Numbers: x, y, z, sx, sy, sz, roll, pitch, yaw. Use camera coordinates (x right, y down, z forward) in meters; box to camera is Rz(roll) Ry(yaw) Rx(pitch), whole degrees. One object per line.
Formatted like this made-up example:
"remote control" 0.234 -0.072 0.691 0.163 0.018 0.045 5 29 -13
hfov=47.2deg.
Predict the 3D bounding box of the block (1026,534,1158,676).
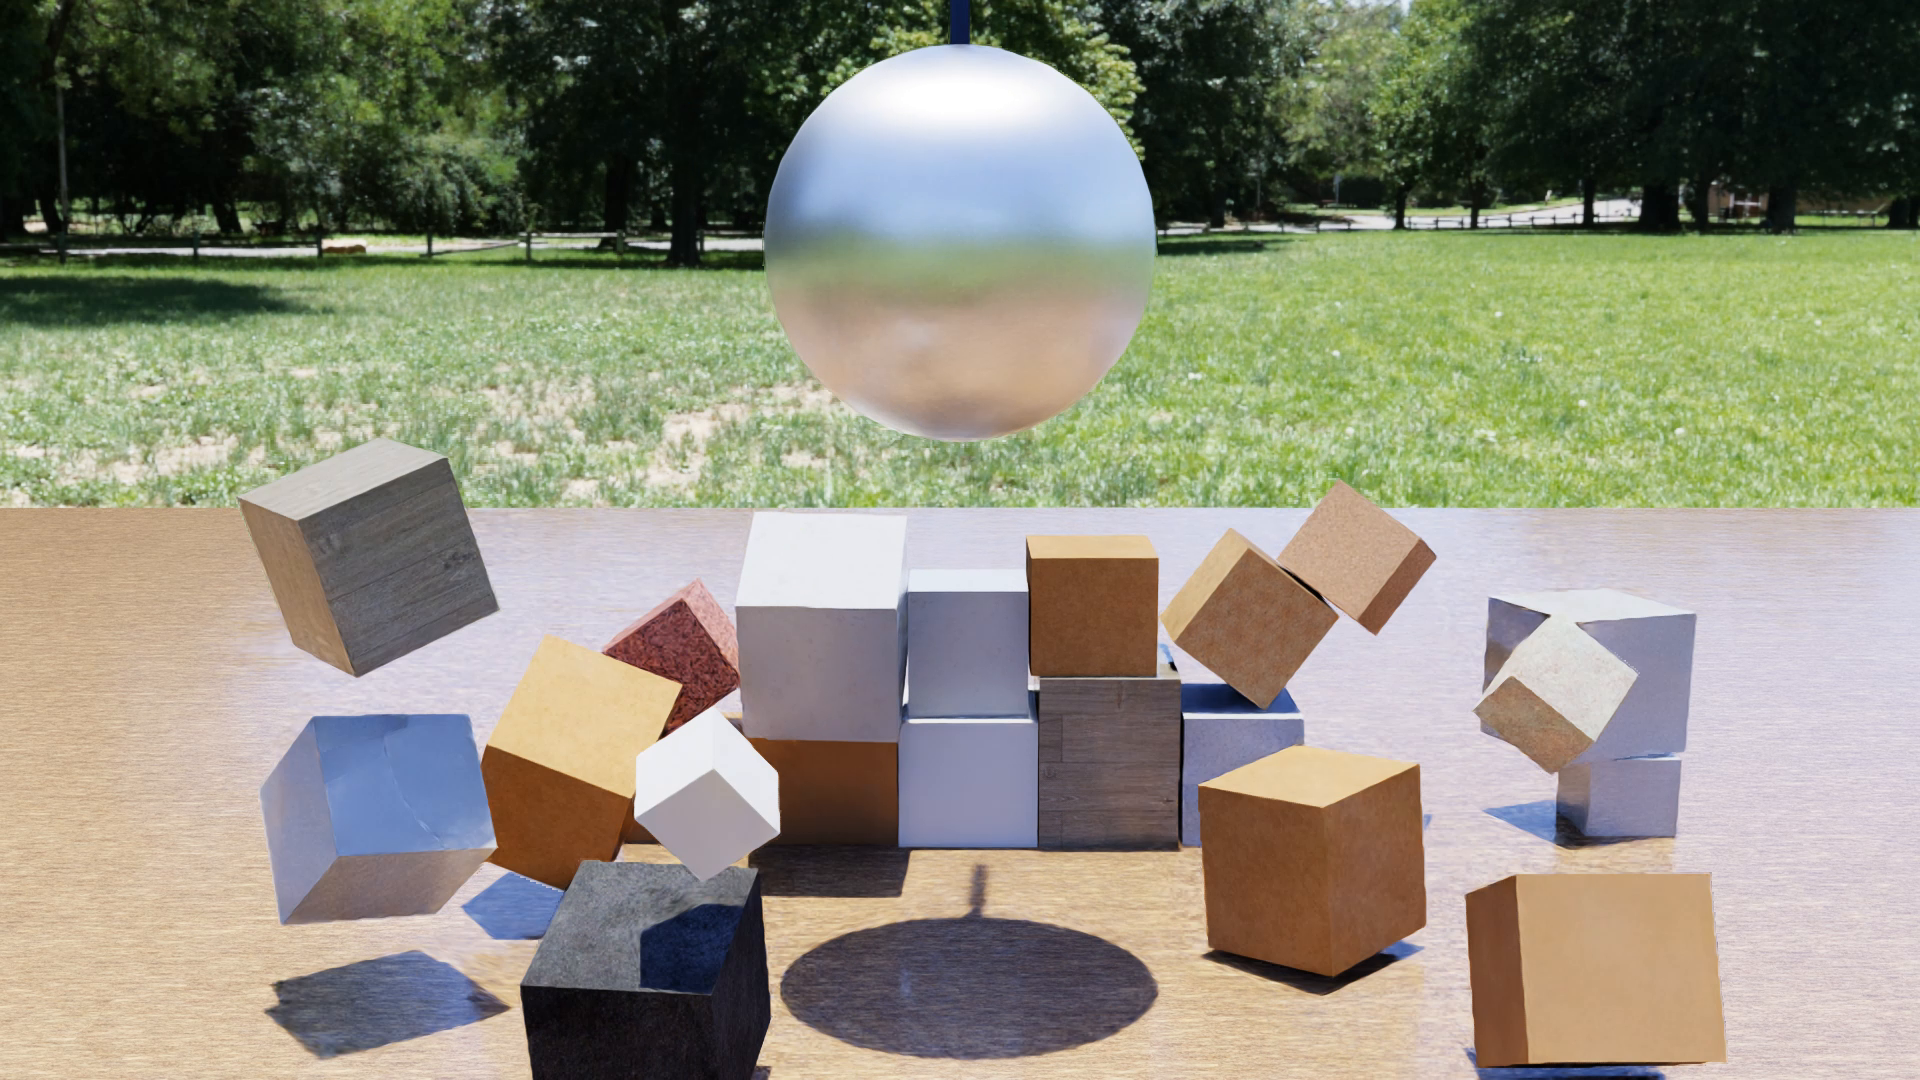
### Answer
"block" 0.664 0.325 11.227 0.630 0.598 0.640 0 10 -1

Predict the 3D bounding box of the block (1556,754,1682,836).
"block" 3.416 1.271 11.424 0.467 0.404 0.485 0 10 -3

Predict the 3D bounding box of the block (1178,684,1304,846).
"block" 1.418 1.151 11.390 0.598 0.660 0.725 0 10 0

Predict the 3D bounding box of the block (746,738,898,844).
"block" -0.684 1.046 11.183 0.740 0.736 0.664 0 34 -1

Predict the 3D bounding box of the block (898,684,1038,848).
"block" 0.041 1.159 11.387 0.697 0.646 0.775 0 10 0

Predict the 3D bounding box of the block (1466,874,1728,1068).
"block" 2.326 1.602 8.126 0.700 0.656 0.721 0 -15 -2

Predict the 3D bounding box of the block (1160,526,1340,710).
"block" 1.481 0.397 11.345 0.590 0.609 0.608 37 7 -7

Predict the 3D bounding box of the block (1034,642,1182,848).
"block" 0.745 1.044 11.387 0.701 0.873 0.841 0 10 0

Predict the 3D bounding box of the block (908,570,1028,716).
"block" 0.041 0.521 11.286 0.602 0.645 0.565 0 10 0

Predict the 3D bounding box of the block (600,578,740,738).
"block" -1.445 0.610 11.284 0.549 0.533 0.524 -35 7 8

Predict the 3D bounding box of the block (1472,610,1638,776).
"block" 2.621 0.675 9.697 0.447 0.378 0.444 39 57 7

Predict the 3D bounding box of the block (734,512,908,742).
"block" -0.655 0.421 10.742 0.753 0.794 0.789 1 34 2

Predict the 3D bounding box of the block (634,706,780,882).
"block" -0.875 0.882 7.632 0.338 0.368 0.351 -33 30 14

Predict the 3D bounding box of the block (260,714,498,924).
"block" -2.398 1.142 9.038 0.666 0.607 0.677 2 -32 -37

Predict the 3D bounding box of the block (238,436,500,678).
"block" -2.370 0.054 8.815 0.640 0.674 0.654 -28 25 -31

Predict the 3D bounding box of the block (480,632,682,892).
"block" -1.812 1.059 10.251 0.681 0.753 0.777 21 39 -2

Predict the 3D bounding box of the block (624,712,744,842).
"block" -1.388 1.224 11.423 0.642 0.505 0.642 0 10 0

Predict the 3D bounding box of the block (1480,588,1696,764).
"block" 3.250 0.693 11.414 0.767 0.730 0.690 -3 11 -23

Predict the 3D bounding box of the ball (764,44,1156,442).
"ball" 0.000 -1.200 8.968 1.600 1.600 1.600 0 10 0

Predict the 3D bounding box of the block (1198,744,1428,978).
"block" 1.541 1.378 9.589 0.656 0.737 0.719 5 14 44

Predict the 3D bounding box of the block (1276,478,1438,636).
"block" 2.055 0.093 11.368 0.531 0.523 0.474 39 4 25

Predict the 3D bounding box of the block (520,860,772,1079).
"block" -1.115 1.675 7.974 0.672 0.676 0.775 1 25 7

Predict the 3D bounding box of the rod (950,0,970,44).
"rod" 0.000 -4.560 9.487 0.080 5.200 0.080 0 -9 0
